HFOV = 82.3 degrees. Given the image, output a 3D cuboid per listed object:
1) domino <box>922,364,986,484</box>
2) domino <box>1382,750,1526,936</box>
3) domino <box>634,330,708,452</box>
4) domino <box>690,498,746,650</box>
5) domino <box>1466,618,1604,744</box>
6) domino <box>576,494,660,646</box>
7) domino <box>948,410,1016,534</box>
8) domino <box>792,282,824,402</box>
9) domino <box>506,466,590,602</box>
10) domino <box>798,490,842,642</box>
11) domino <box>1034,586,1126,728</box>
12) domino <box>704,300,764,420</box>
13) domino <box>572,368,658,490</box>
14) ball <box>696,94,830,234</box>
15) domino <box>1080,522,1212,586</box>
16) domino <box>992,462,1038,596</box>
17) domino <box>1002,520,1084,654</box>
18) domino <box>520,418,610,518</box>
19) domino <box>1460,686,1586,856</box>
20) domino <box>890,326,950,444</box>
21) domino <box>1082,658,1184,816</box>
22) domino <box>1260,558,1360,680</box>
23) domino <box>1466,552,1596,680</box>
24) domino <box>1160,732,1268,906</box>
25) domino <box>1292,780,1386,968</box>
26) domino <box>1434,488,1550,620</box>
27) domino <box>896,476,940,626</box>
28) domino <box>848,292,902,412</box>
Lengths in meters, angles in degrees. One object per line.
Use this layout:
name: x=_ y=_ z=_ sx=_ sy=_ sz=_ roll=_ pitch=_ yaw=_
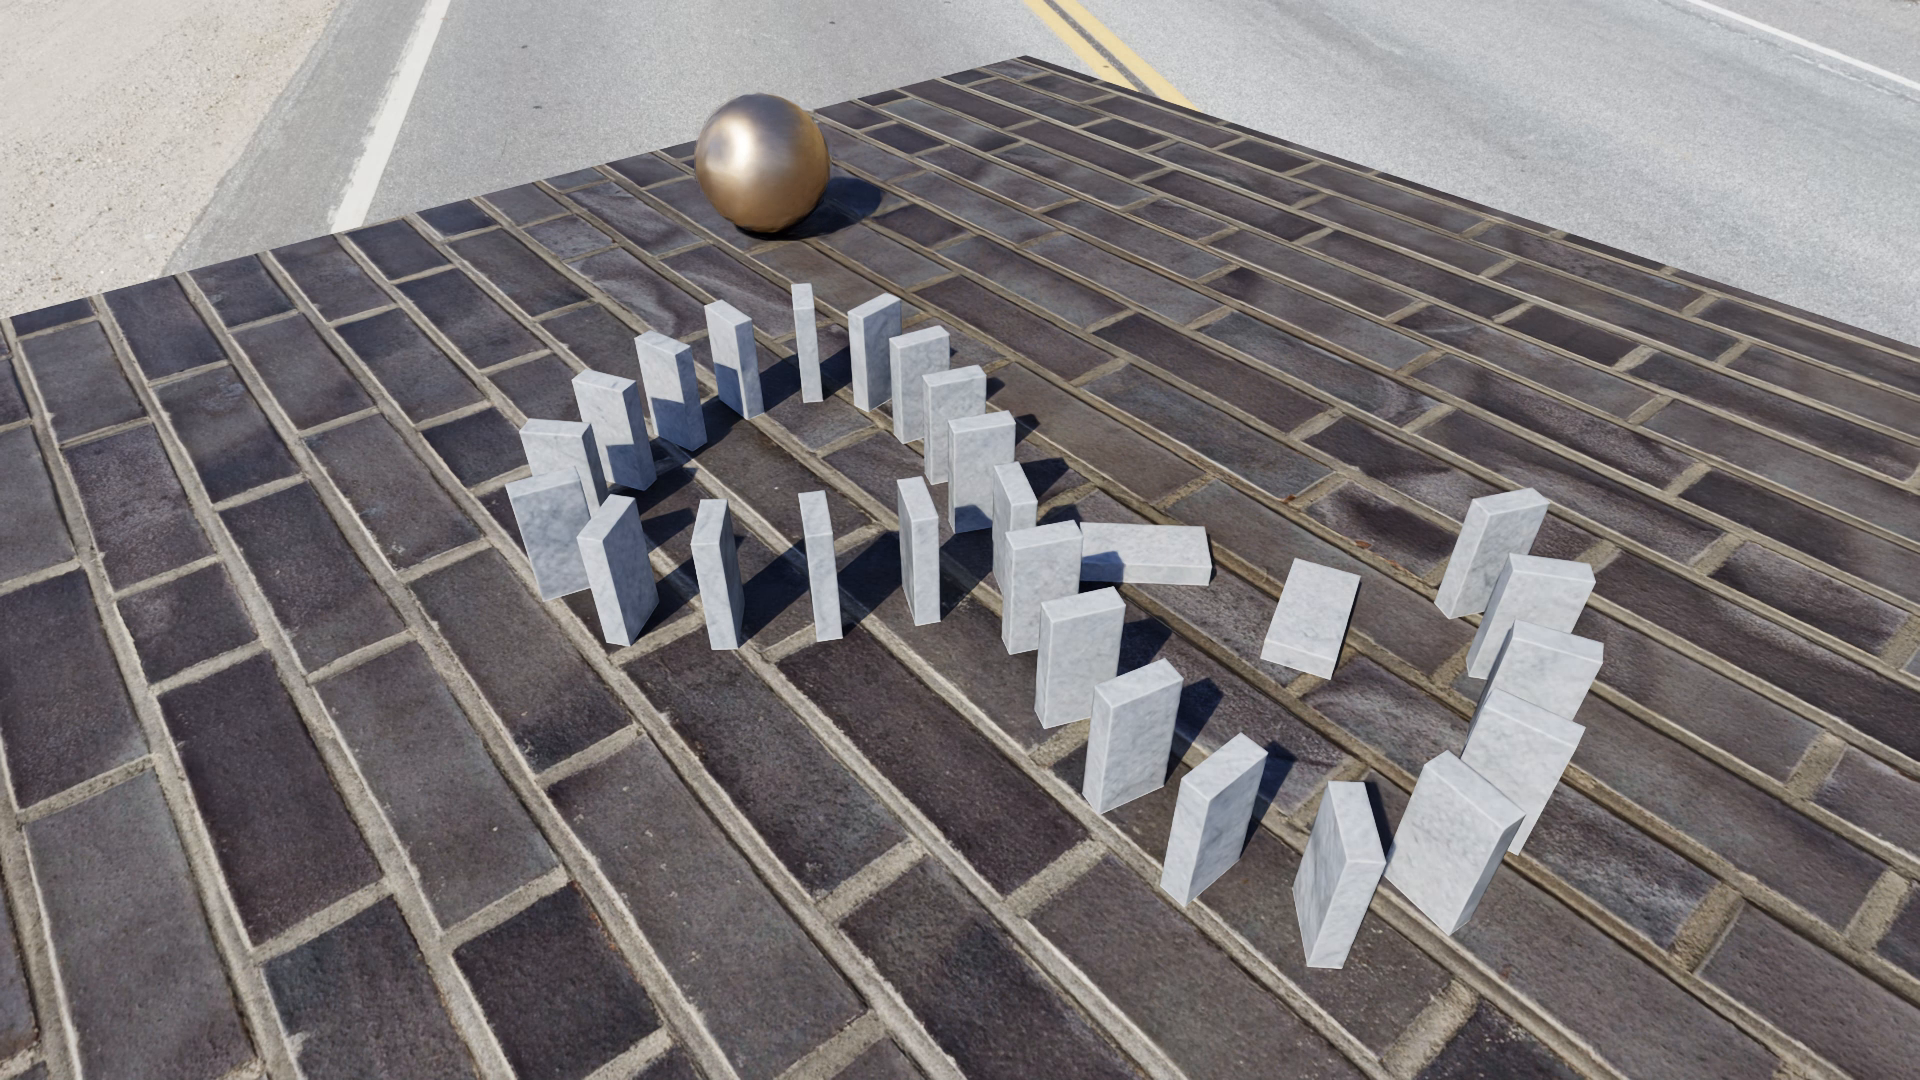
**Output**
domino: x=-0.002 y=-0.049 z=0.471 sx=0.025 sy=0.050 sz=0.009 roll=-13 pitch=41 yaw=-16
domino: x=0.137 y=0.085 z=0.307 sx=0.009 sy=0.050 sz=0.025 roll=-22 pitch=44 yaw=-24
domino: x=-0.129 y=-0.067 z=0.493 sx=0.025 sy=0.050 sz=0.010 roll=24 pitch=45 yaw=26
domino: x=-0.087 y=0.013 z=0.396 sx=0.009 sy=0.050 sz=0.025 roll=-2 pitch=39 yaw=-2
domino: x=0.182 y=0.050 z=0.351 sx=0.025 sy=0.050 sz=0.009 roll=17 pitch=42 yaw=20
domino: x=-0.123 y=0.011 z=0.398 sx=0.009 sy=0.050 sz=0.025 roll=8 pitch=40 yaw=10
domino: x=0.009 y=-0.027 z=0.444 sx=0.025 sy=0.050 sz=0.010 roll=-10 pitch=40 yaw=-12
domino: x=-0.073 y=-0.094 z=0.526 sx=0.009 sy=0.050 sz=0.025 roll=-6 pitch=40 yaw=-7
domino: x=-0.151 y=-0.002 z=0.414 sx=0.025 sy=0.050 sz=0.009 roll=-18 pitch=43 yaw=-21
domino: x=-0.051 y=0.010 z=0.399 sx=0.009 sy=0.050 sz=0.025 roll=-8 pitch=40 yaw=-9
domino: x=0.039 y=0.039 z=0.363 sx=0.025 sy=0.050 sz=0.010 roll=-11 pitch=41 yaw=-14
domino: x=-0.105 y=-0.084 z=0.514 sx=0.009 sy=0.050 sz=0.025 roll=-29 pitch=48 yaw=-31
domino: x=-0.147 y=-0.046 z=0.468 sx=0.025 sy=0.050 sz=0.010 roll=15 pitch=42 yaw=17
ball: x=-0.119 y=-0.227 z=0.665 sx=0.080 sy=0.080 sz=0.080 roll=0 pitch=39 yaw=0
domino: x=0.073 y=0.005 z=0.437 sx=0.050 sy=0.009 sz=0.025 roll=2 pitch=39 yaw=3
domino: x=0.020 y=-0.001 z=0.413 sx=0.010 sy=0.050 sz=0.025 roll=-8 pitch=40 yaw=-10
domino: x=0.029 y=0.017 z=0.390 sx=0.025 sy=0.050 sz=0.010 roll=-10 pitch=40 yaw=-12
domino: x=-0.157 y=-0.024 z=0.441 sx=0.025 sy=0.050 sz=0.009 roll=5 pitch=40 yaw=6
domino: x=0.163 y=0.069 z=0.327 sx=0.025 sy=0.050 sz=0.009 roll=27 pitch=46 yaw=29
domino: x=-0.018 y=-0.070 z=0.497 sx=0.025 sy=0.050 sz=0.010 roll=-19 pitch=43 yaw=-22
domino: x=0.052 y=0.061 z=0.337 sx=0.025 sy=0.050 sz=0.010 roll=-18 pitch=43 yaw=-21
domino: x=0.131 y=0.028 z=0.409 sx=0.025 sy=0.009 sz=0.050 roll=17 pitch=42 yaw=19
domino: x=0.194 y=0.028 z=0.377 sx=0.025 sy=0.050 sz=0.009 roll=9 pitch=40 yaw=10
domino: x=0.072 y=0.080 z=0.313 sx=0.025 sy=0.050 sz=0.010 roll=-28 pitch=47 yaw=-30
domino: x=0.102 y=0.092 z=0.300 sx=0.010 sy=0.050 sz=0.025 roll=2 pitch=39 yaw=3
domino: x=0.195 y=0.005 z=0.405 sx=0.025 sy=0.050 sz=0.009 roll=-10 pitch=40 yaw=-12
domino: x=-0.015 y=0.004 z=0.406 sx=0.010 sy=0.050 sz=0.025 roll=-9 pitch=40 yaw=-11
domino: x=-0.039 y=-0.088 z=0.519 sx=0.009 sy=0.050 sz=0.025 roll=29 pitch=47 yaw=31
